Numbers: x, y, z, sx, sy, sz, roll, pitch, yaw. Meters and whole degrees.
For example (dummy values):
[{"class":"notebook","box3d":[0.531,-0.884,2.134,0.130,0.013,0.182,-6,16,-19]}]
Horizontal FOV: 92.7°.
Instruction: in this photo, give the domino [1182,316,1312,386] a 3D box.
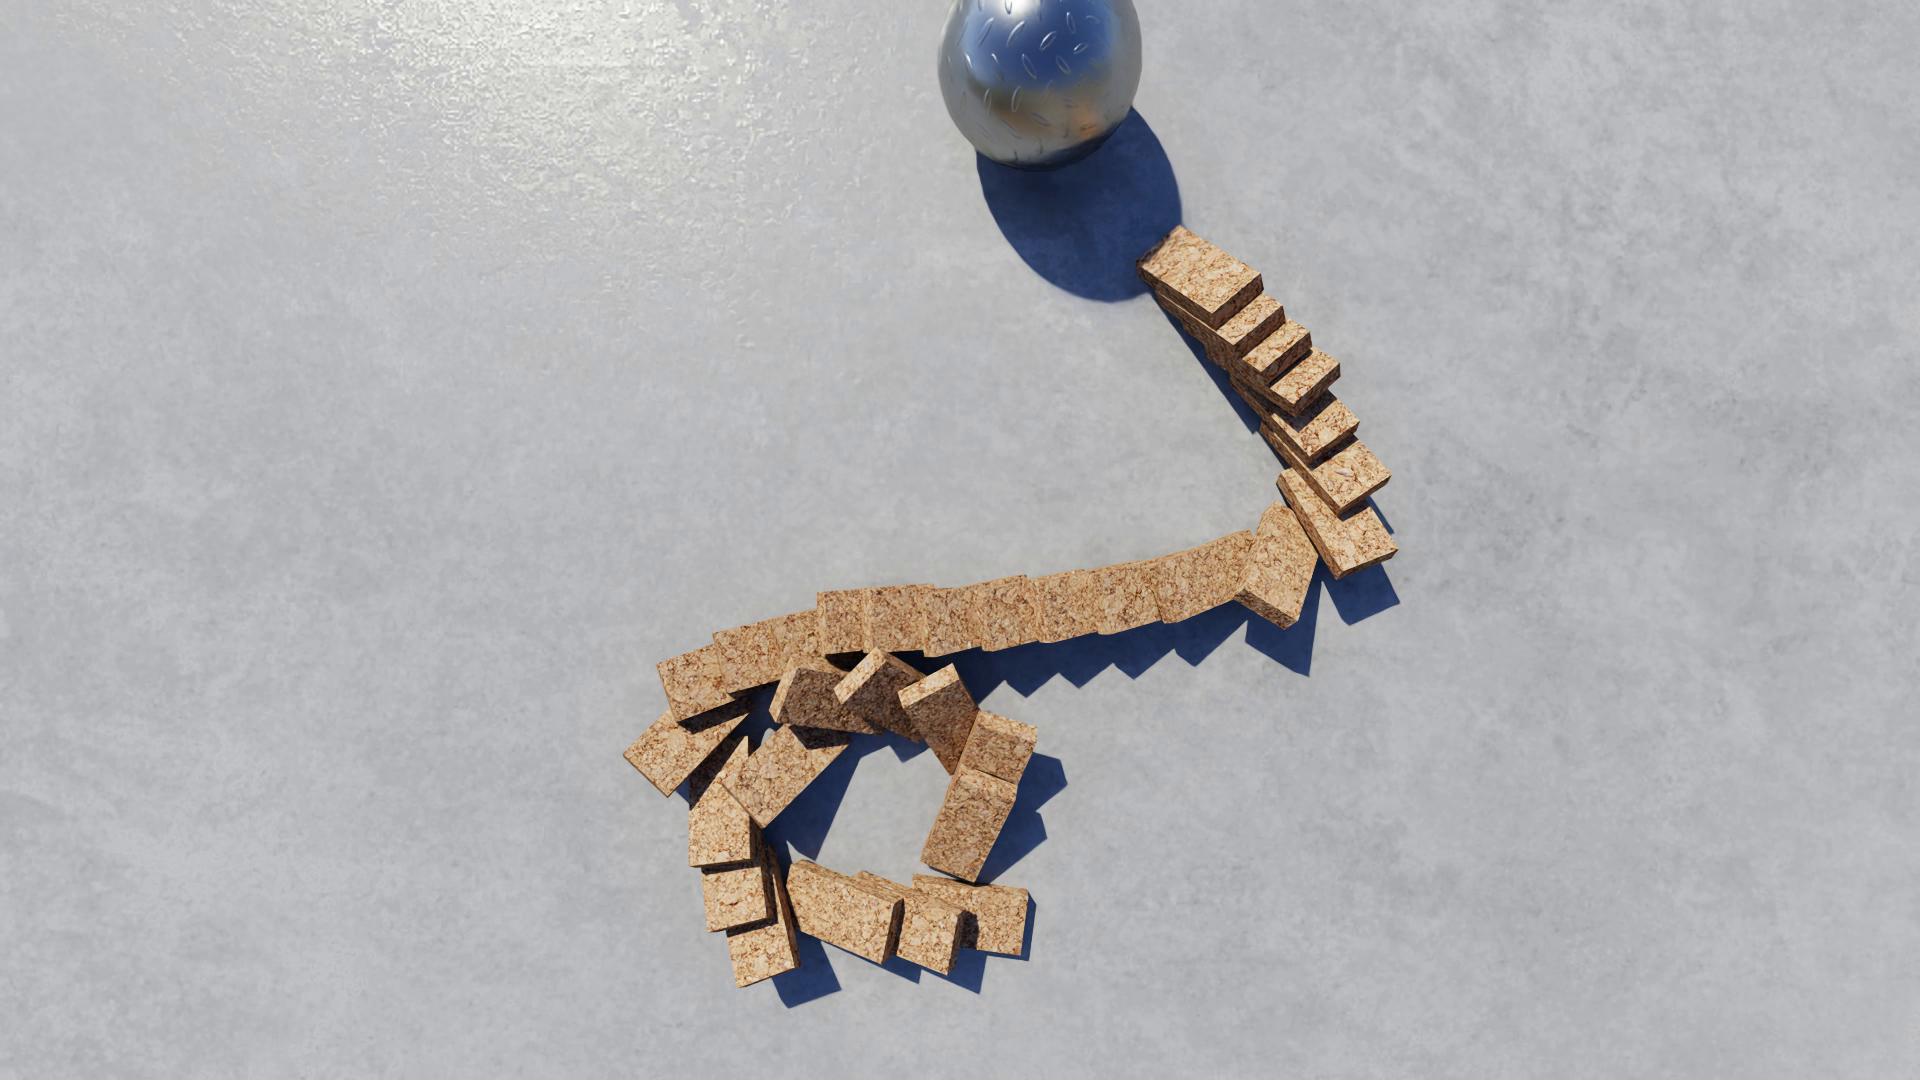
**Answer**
[{"class":"domino","box3d":[0.118,-0.087,0.381,0.025,0.010,0.050,-40,51,0]}]

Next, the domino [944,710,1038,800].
[{"class":"domino","box3d":[0.012,0.096,0.383,0.025,0.010,0.050,17,119,-3]}]

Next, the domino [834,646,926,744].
[{"class":"domino","box3d":[-0.026,0.065,0.378,0.025,0.009,0.050,-45,134,6]}]

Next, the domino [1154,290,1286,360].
[{"class":"domino","box3d":[0.107,-0.098,0.380,0.025,0.009,0.050,-39,51,0]}]

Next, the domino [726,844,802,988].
[{"class":"domino","box3d":[-0.085,0.157,0.385,0.025,0.009,0.050,-21,65,1]}]

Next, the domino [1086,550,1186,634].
[{"class":"domino","box3d":[0.079,0.022,0.385,0.050,0.010,0.025,-12,90,-24]}]

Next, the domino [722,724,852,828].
[{"class":"domino","box3d":[-0.072,0.093,0.385,0.025,0.010,0.050,47,64,0]}]

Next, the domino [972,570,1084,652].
[{"class":"domino","box3d":[0.031,0.029,0.385,0.050,0.009,0.025,-10,90,-26]}]

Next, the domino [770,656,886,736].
[{"class":"domino","box3d":[-0.051,0.065,0.380,0.050,0.009,0.025,16,104,-34]}]

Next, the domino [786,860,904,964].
[{"class":"domino","box3d":[-0.050,0.156,0.386,0.050,0.010,0.025,12,90,22]}]

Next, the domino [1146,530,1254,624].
[{"class":"domino","box3d":[0.104,0.015,0.386,0.050,0.009,0.025,-18,90,-23]}]

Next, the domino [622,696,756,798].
[{"class":"domino","box3d":[-0.113,0.080,0.384,0.025,0.010,0.050,43,62,1]}]

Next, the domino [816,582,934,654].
[{"class":"domino","box3d":[-0.034,0.032,0.383,0.050,0.009,0.025,-3,86,-29]}]

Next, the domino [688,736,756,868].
[{"class":"domino","box3d":[-0.100,0.110,0.385,0.025,0.010,0.050,-7,66,0]}]

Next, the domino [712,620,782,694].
[{"class":"domino","box3d":[-0.076,0.045,0.385,0.050,0.009,0.025,-12,89,-24]}]

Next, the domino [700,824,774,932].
[{"class":"domino","box3d":[-0.095,0.135,0.385,0.025,0.009,0.050,-15,65,1]}]

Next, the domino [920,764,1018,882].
[{"class":"domino","box3d":[0.003,0.119,0.384,0.025,0.010,0.050,21,118,0]}]

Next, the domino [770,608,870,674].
[{"class":"domino","box3d":[-0.052,0.040,0.385,0.050,0.010,0.025,-12,90,-24]}]

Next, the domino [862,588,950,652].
[{"class":"domino","box3d":[-0.016,0.033,0.382,0.050,0.010,0.025,0,84,-29]}]

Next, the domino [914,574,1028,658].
[{"class":"domino","box3d":[0.007,0.031,0.384,0.050,0.010,0.025,-10,90,-30]}]

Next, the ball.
[{"class":"ball","box3d":[0.031,-0.188,0.360,0.080,0.080,0.080,0,90,0]}]

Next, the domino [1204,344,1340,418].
[{"class":"domino","box3d":[0.129,-0.075,0.381,0.025,0.010,0.050,-42,54,-2]}]

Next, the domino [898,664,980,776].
[{"class":"domino","box3d":[-0.004,0.075,0.381,0.025,0.009,0.050,-28,128,0]}]

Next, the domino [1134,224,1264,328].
[{"class":"domino","box3d":[0.098,-0.110,0.381,0.025,0.009,0.050,-40,51,0]}]

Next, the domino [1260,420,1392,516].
[{"class":"domino","box3d":[0.153,-0.037,0.385,0.025,0.009,0.050,-33,65,-2]}]

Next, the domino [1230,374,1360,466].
[{"class":"domino","box3d":[0.140,-0.058,0.385,0.025,0.010,0.050,-35,66,0]}]

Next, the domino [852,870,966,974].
[{"class":"domino","box3d":[-0.024,0.161,0.386,0.050,0.009,0.025,11,91,22]}]

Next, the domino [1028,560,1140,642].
[{"class":"domino","box3d":[0.055,0.026,0.385,0.050,0.009,0.025,-11,90,-25]}]

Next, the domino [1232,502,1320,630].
[{"class":"domino","box3d":[0.134,0.010,0.383,0.025,0.010,0.050,31,58,0]}]

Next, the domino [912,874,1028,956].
[{"class":"domino","box3d":[0.003,0.161,0.395,0.050,0.010,0.025,8,90,0]}]

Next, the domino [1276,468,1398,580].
[{"class":"domino","box3d":[0.157,-0.011,0.384,0.025,0.009,0.050,-21,64,-3]}]

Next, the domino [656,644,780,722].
[{"class":"domino","box3d":[-0.099,0.055,0.385,0.050,0.010,0.025,-19,88,-25]}]
